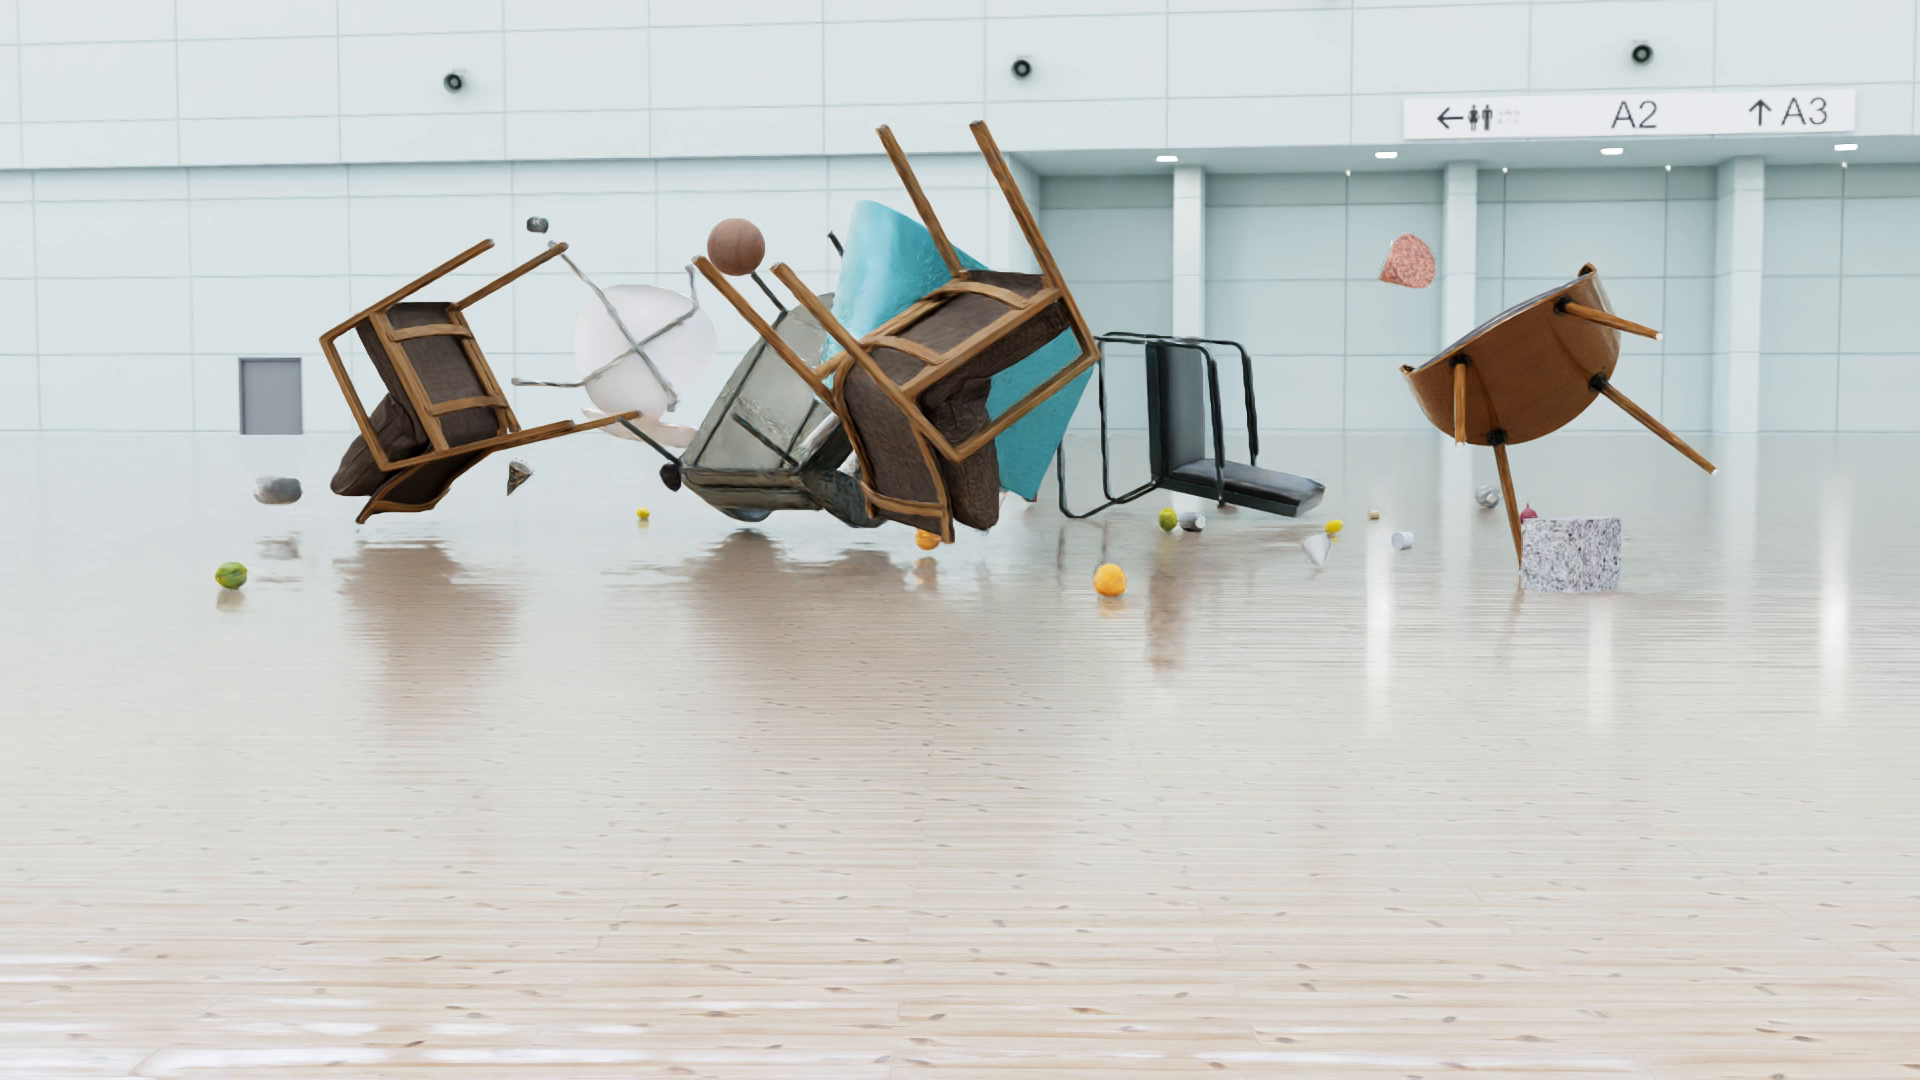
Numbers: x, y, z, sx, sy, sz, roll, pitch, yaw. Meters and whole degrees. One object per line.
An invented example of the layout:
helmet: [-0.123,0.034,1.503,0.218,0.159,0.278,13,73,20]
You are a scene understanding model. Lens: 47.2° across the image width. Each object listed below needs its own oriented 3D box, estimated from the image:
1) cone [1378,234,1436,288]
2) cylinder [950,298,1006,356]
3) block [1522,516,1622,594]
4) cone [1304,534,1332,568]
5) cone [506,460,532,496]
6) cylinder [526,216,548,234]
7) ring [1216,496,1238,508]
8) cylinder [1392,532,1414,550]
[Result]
cone: [1.628,-1.006,8.215,0.206,0.212,0.203,9,-18,-27]
cylinder: [0.057,-0.668,6.909,0.125,0.134,0.166,-10,17,35]
block: [1.376,0.030,4.949,0.221,0.158,0.117,-4,5,-44]
cone: [0.908,0.041,5.554,0.071,0.064,0.093,-13,38,11]
cone: [-1.415,-0.183,6.974,0.082,0.113,0.056,30,23,-3]
cylinder: [-1.150,-0.857,5.986,0.040,0.043,0.044,7,-7,26]
ring: [1.010,-0.142,8.329,0.085,0.040,0.166,-1,3,-1]
cylinder: [1.240,0.002,6.161,0.046,0.049,0.045,-6,1,-42]
